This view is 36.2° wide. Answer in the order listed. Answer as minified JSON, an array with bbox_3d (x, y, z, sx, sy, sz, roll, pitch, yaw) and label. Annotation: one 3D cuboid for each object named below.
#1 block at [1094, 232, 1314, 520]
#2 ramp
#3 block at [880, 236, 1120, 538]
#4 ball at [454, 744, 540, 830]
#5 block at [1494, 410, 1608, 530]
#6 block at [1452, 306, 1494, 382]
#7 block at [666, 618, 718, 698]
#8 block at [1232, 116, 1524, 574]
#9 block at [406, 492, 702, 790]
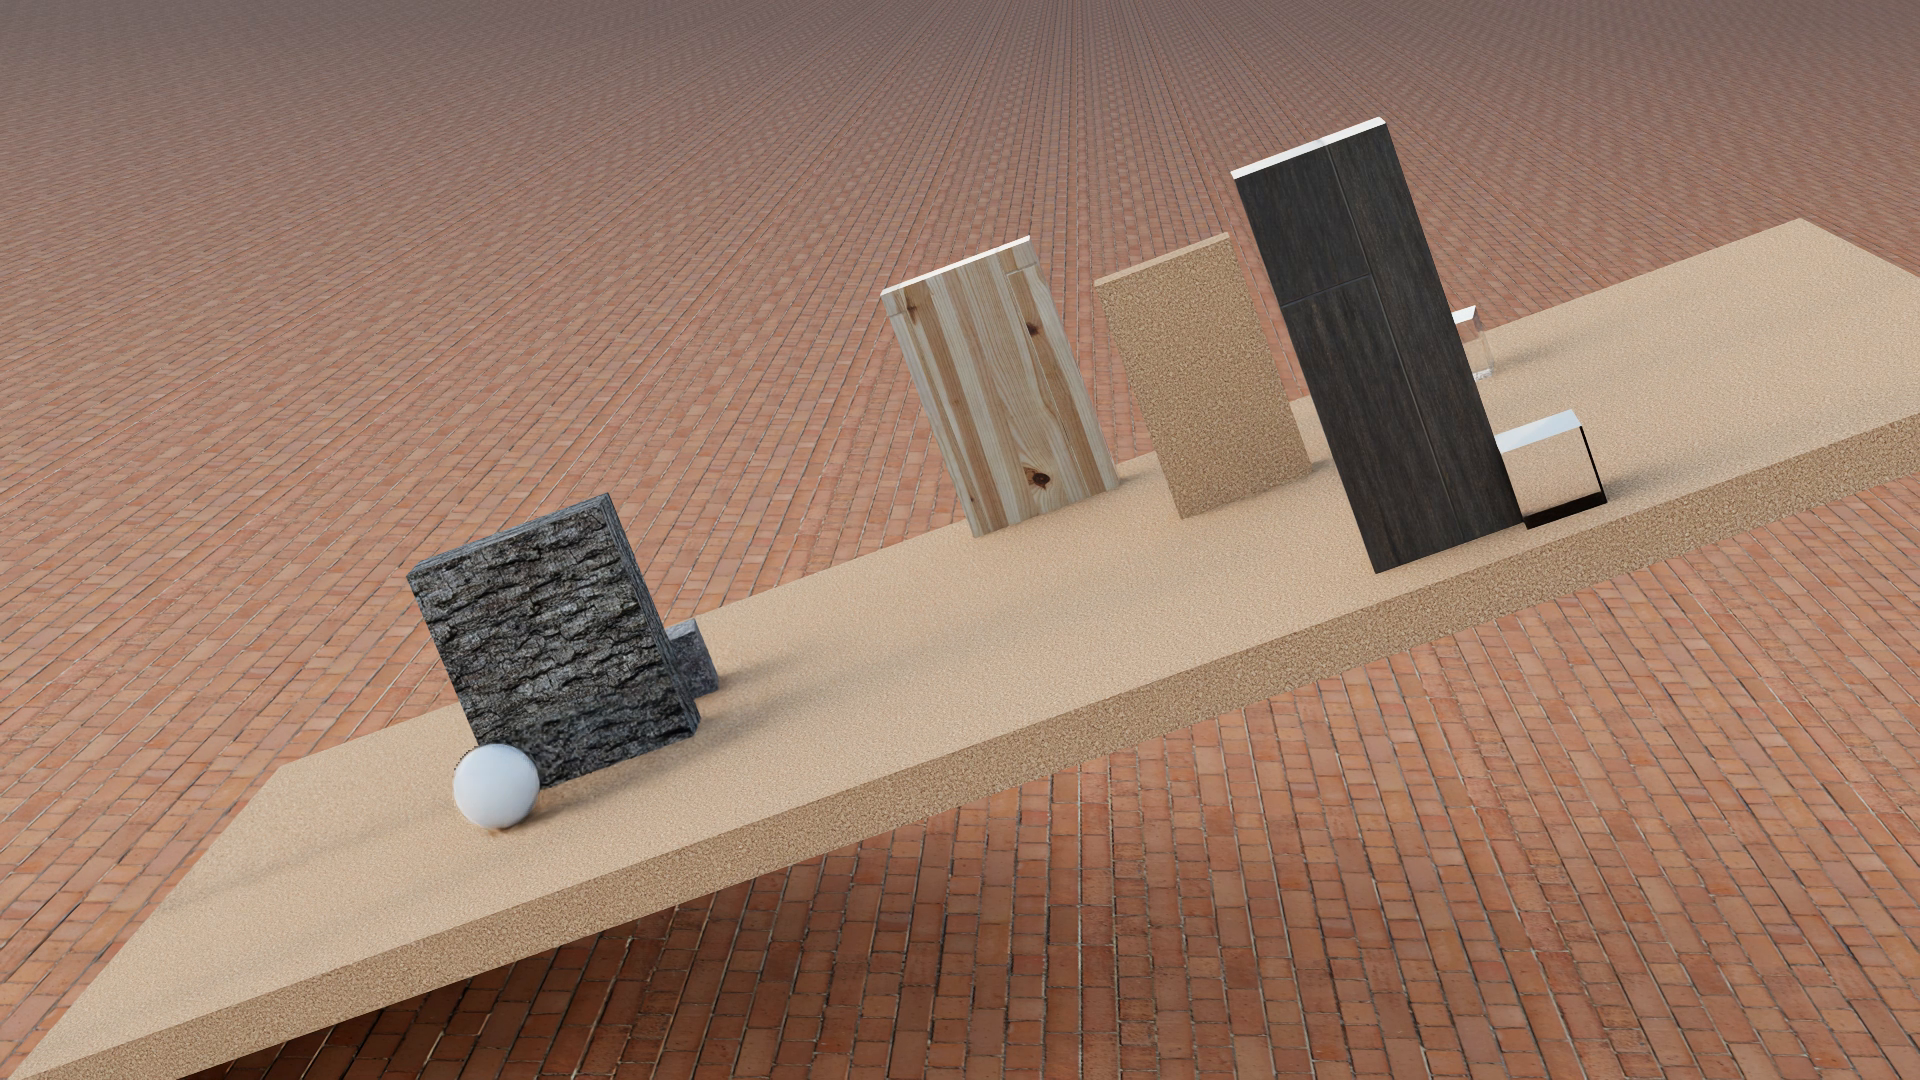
[{"bbox_3d":[0.529,-0.355,6.380,0.306,0.545,0.100,-20,12,7],"label":"block"},{"bbox_3d":[0.118,0.176,6.295,4.000,0.100,2.000,-20,12,7],"label":"ramp"},{"bbox_3d":[0.099,-0.361,6.975,0.372,0.623,0.089,-20,12,7],"label":"block"},{"bbox_3d":[-0.945,0.502,5.998,0.174,0.174,0.174,0,13,0],"label":"ball"},{"bbox_3d":[1.076,-0.129,5.366,0.151,0.151,0.151,-19,12,9],"label":"block"},{"bbox_3d":[1.124,-0.433,6.696,0.140,0.140,0.140,-18,12,17],"label":"block"},{"bbox_3d":[-0.631,0.279,6.544,0.143,0.143,0.143,-21,12,-1],"label":"block"},{"bbox_3d":[0.763,-0.353,5.379,0.285,0.775,0.125,-20,12,7],"label":"block"},{"bbox_3d":[-0.852,0.228,6.200,0.435,0.528,0.130,-20,12,7],"label":"block"}]
